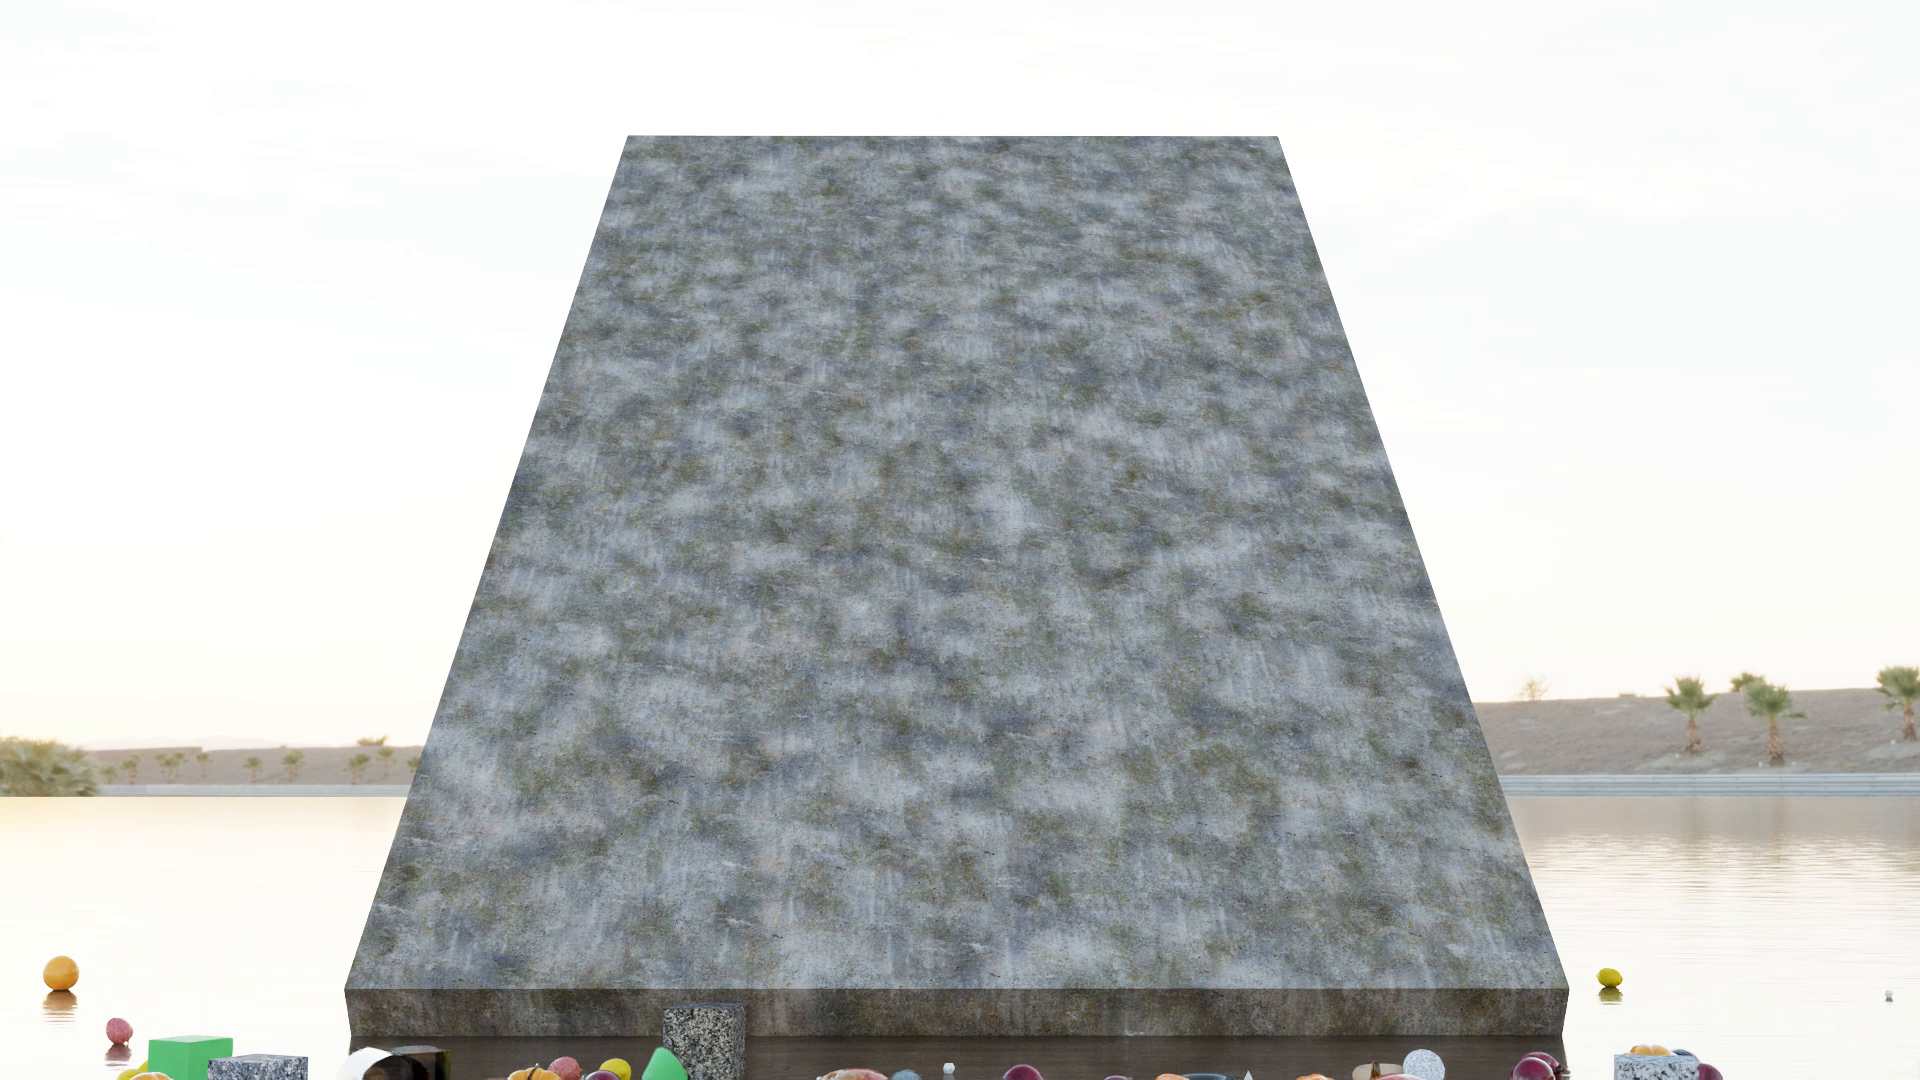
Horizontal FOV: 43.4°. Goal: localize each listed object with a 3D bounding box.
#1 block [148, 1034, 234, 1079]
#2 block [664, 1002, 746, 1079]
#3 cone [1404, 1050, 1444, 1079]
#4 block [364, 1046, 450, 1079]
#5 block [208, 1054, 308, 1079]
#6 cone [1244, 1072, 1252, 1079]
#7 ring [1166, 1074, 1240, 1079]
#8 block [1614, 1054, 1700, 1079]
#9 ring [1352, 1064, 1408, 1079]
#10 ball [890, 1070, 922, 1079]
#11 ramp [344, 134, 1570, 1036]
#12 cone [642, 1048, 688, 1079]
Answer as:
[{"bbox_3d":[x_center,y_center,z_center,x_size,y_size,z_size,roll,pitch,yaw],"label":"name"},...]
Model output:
[{"bbox_3d":[-1.018,0.698,3.188,0.076,0.076,0.076,-3,-7,30],"label":"block"},{"bbox_3d":[-0.362,0.710,3.416,0.099,0.099,0.099,-1,-6,5],"label":"block"},{"bbox_3d":[0.632,0.736,3.308,0.056,0.056,0.056,0,-32,-1],"label":"cone"},{"bbox_3d":[-0.688,0.675,2.993,0.082,0.082,0.082,4,-7,-34],"label":"block"},{"bbox_3d":[-0.844,0.664,2.895,0.082,0.082,0.082,-3,-7,26],"label":"block"},{"bbox_3d":[0.316,0.630,2.636,0.097,0.097,0.097,0,-6,0],"label":"cone"},{"bbox_3d":[0.305,0.699,3.030,0.125,0.042,0.125,-1,-3,0],"label":"ring"},{"bbox_3d":[0.813,0.652,2.812,0.090,0.090,0.090,-1,-6,13],"label":"block"},{"bbox_3d":[0.579,0.737,3.317,0.077,0.026,0.077,-1,-5,0],"label":"ring"},{"bbox_3d":[-0.069,0.695,3.035,0.051,0.051,0.051,0,-6,0],"label":"ball"},{"bbox_3d":[-0.013,-0.213,5.693,2.000,0.100,4.000,0,30,0],"label":"ramp"},{"bbox_3d":[-0.407,0.720,3.182,0.070,0.070,0.070,-30,14,-37],"label":"cone"}]
